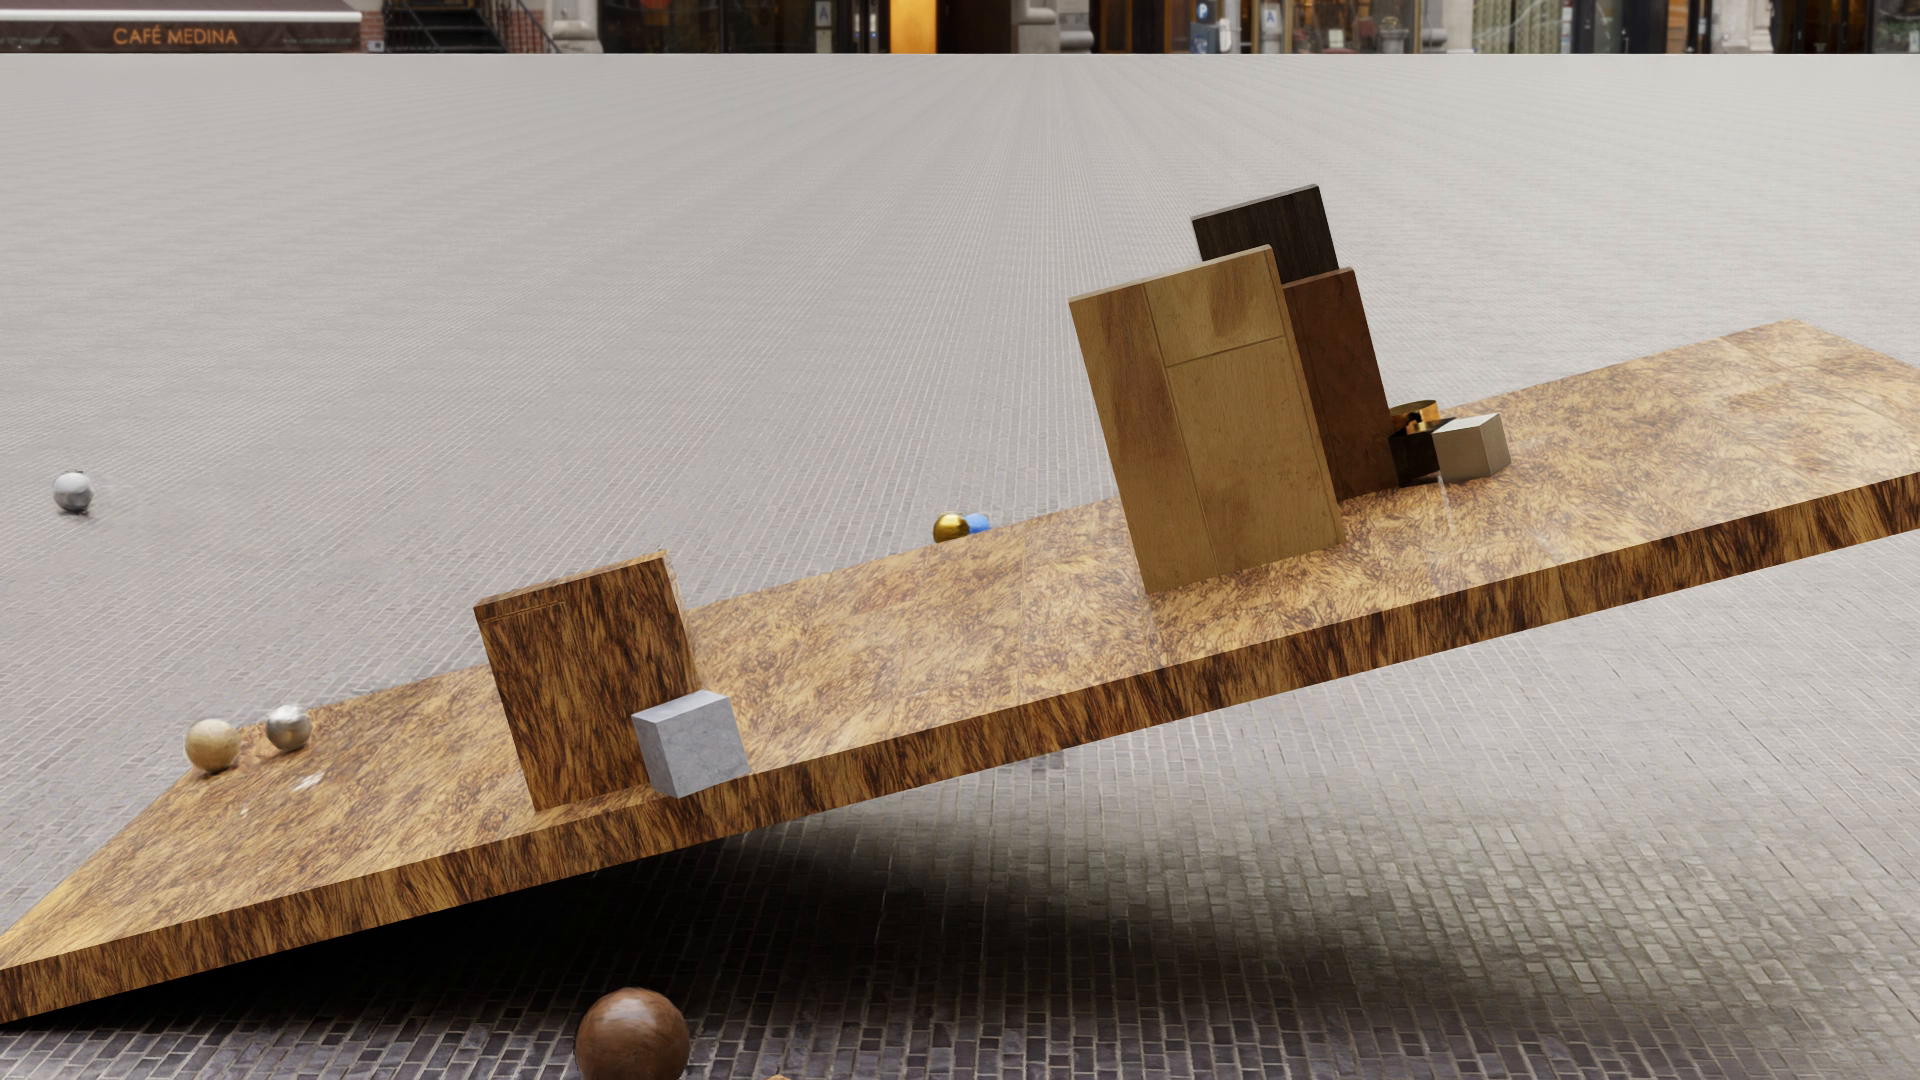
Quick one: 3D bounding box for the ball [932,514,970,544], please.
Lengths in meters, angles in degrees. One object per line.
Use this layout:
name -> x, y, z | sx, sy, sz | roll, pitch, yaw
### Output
ball -> -0.031, -0.026, 10.454 | 0.135, 0.135, 0.135 | 0, 10, 0

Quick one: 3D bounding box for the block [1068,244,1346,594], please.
block -> 0.503, -0.244, 5.976 | 0.420, 0.617, 0.101 | -15, 9, 4

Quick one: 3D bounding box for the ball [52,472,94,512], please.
ball -> -3.409, -0.185, 11.304 | 0.152, 0.152, 0.152 | 0, 10, 0

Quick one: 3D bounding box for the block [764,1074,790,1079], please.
block -> -0.313, 0.972, 4.919 | 0.107, 0.107, 0.107 | -8, 13, -40

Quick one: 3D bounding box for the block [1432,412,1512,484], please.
block -> 1.095, -0.197, 6.295 | 0.112, 0.112, 0.112 | -9, 11, 35

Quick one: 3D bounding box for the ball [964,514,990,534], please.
ball -> 0.053, -0.037, 10.574 | 0.115, 0.115, 0.115 | 0, 10, 0

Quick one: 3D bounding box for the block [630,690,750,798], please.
block -> -0.497, 0.375, 5.421 | 0.147, 0.147, 0.147 | -19, 10, -22

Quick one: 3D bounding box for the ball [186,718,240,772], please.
ball -> -1.759, 0.482, 6.923 | 0.124, 0.124, 0.124 | 0, 10, 0

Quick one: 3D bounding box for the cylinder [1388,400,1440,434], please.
cylinder -> 1.007, -0.226, 6.535 | 0.138, 0.138, 0.138 | -15, 9, 3

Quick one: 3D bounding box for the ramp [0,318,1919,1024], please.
ramp -> 0.081, 0.191, 6.329 | 4.000, 0.100, 2.000 | -15, 9, 4

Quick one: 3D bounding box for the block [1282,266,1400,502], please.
block -> 0.761, -0.320, 6.427 | 0.316, 0.482, 0.094 | -15, 9, 4

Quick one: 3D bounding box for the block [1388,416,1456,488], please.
block -> 1.016, -0.190, 6.380 | 0.114, 0.114, 0.114 | -9, 11, 35

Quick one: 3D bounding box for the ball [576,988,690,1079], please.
ball -> -0.572, 0.884, 5.147 | 0.200, 0.200, 0.200 | 0, 10, 0

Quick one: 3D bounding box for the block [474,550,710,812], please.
block -> -0.676, 0.265, 5.551 | 0.371, 0.408, 0.085 | -15, 9, 4

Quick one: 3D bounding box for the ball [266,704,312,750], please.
ball -> -1.578, 0.442, 6.918 | 0.108, 0.108, 0.108 | 0, 10, 0

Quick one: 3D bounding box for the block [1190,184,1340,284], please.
block -> 0.758, -0.469, 6.801 | 0.297, 0.645, 0.115 | -15, 9, 4
